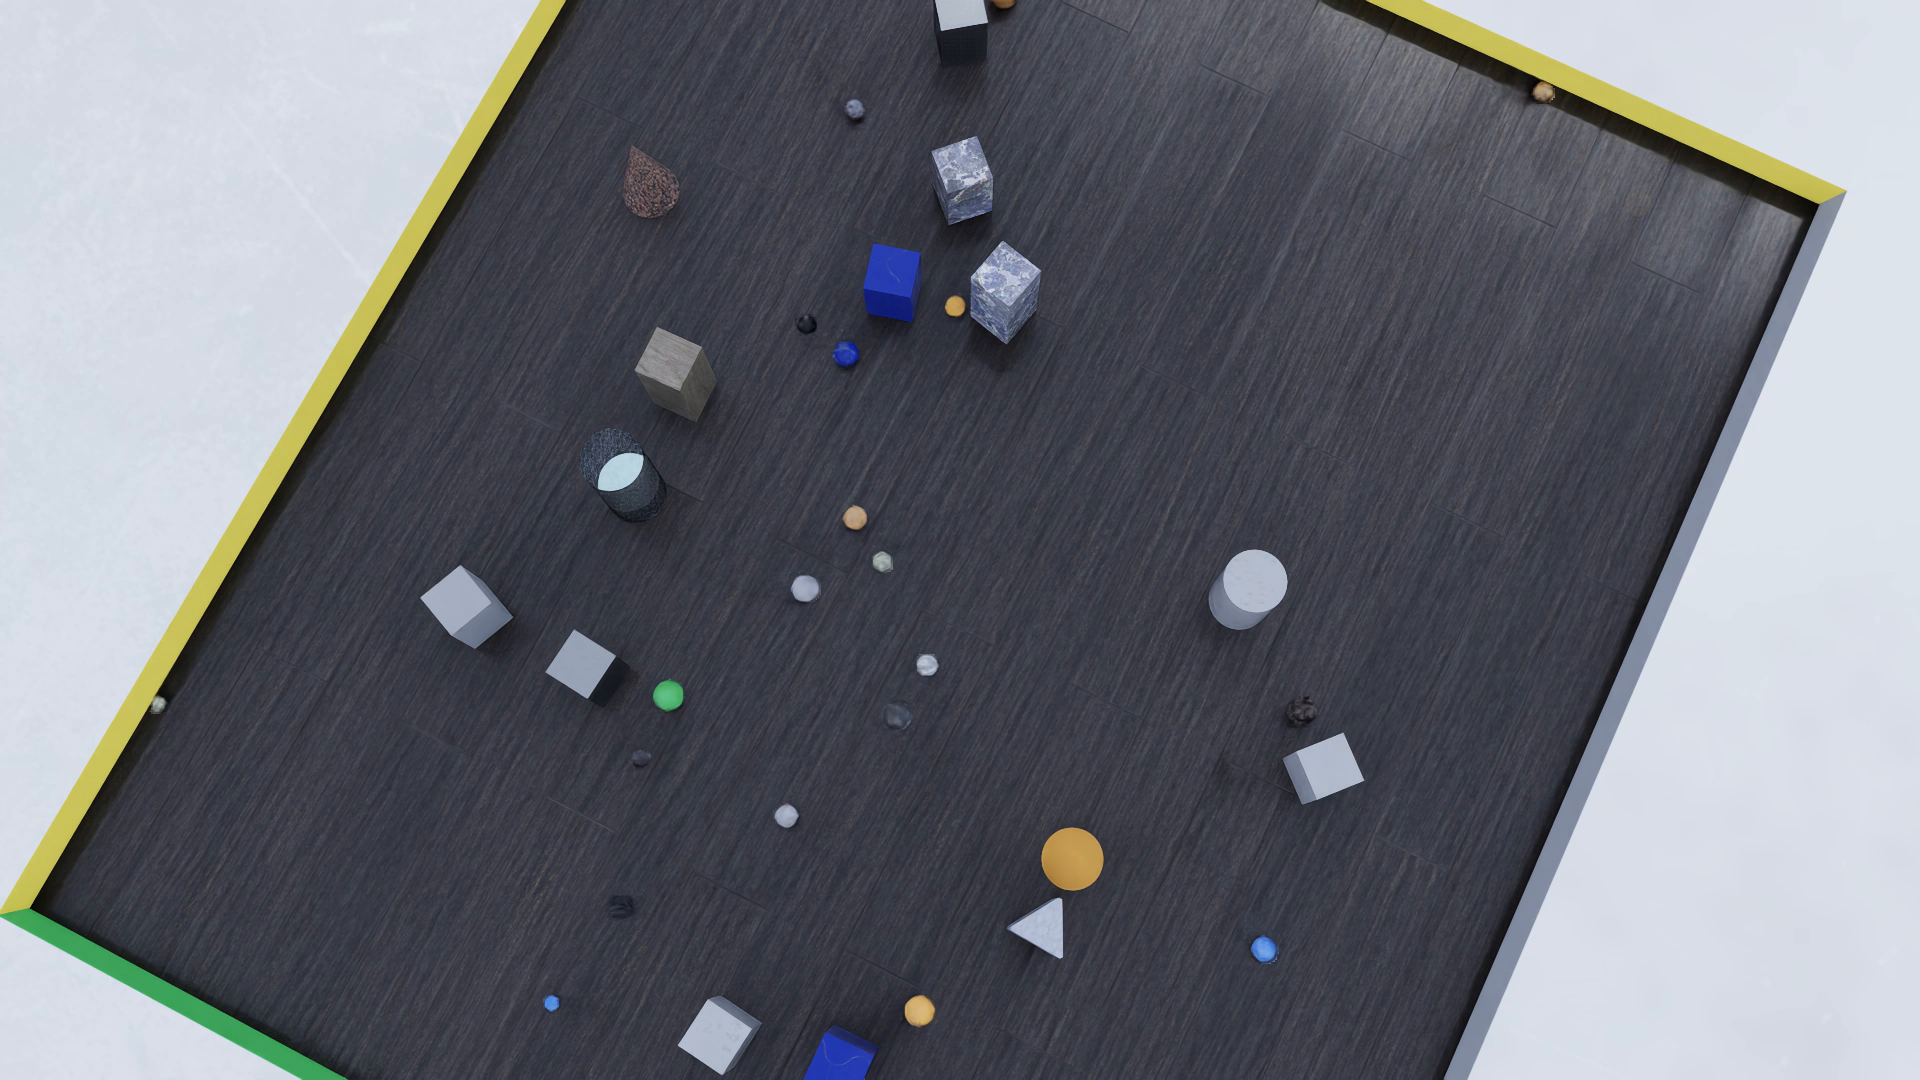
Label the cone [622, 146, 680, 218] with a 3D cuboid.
[{"bbox_3d":[-0.986,-1.151,5.674,0.184,0.353,0.184,0,78,0],"label":"cone"}]

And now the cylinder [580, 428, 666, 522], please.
[{"bbox_3d":[-0.995,-0.186,5.435,0.184,0.430,0.184,0,78,0],"label":"cylinder"}]

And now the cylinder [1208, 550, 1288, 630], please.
[{"bbox_3d":[0.848,0.150,5.421,0.184,0.322,0.184,0,78,0],"label":"cylinder"}]

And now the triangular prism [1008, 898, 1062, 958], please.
[{"bbox_3d":[0.240,1.077,5.185,0.159,0.409,0.138,29,80,6],"label":"triangular prism"}]

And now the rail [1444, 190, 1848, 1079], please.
[{"bbox_3d":[1.753,0.864,5.376,0.045,0.119,4.461,26,80,5],"label":"rail"}]

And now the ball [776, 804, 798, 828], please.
[{"bbox_3d":[-0.512,0.815,5.413,0.067,0.067,0.067,0,78,0],"label":"ball"}]

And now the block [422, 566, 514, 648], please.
[{"bbox_3d":[-1.460,0.201,5.439,0.147,0.266,0.147,-40,81,-8],"label":"block"}]

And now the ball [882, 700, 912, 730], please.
[{"bbox_3d":[-0.187,0.522,5.462,0.092,0.092,0.092,0,78,0],"label":"ball"}]

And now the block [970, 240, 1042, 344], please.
[{"bbox_3d":[0.136,-0.750,5.588,0.147,0.358,0.147,39,81,7],"label":"block"}]

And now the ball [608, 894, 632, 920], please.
[{"bbox_3d":[-0.994,1.074,5.357,0.073,0.073,0.073,0,78,0],"label":"ball"}]

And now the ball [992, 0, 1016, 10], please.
[{"bbox_3d":[0.142,-1.765,5.936,0.088,0.088,0.088,0,78,0],"label":"ball"}]

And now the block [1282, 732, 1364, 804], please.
[{"bbox_3d":[1.059,0.671,5.358,0.147,0.235,0.147,-21,79,-4],"label":"block"}]

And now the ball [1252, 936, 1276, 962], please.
[{"bbox_3d":[0.884,1.190,5.334,0.071,0.071,0.071,0,78,0],"label":"ball"}]

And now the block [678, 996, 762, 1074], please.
[{"bbox_3d":[-0.676,1.398,5.187,0.147,0.275,0.147,32,80,6],"label":"block"}]

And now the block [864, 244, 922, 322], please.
[{"bbox_3d":[-0.206,-0.792,5.662,0.147,0.232,0.147,11,79,2],"label":"block"}]

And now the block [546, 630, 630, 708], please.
[{"bbox_3d":[-1.096,0.383,5.413,0.147,0.243,0.147,31,80,6],"label":"block"}]

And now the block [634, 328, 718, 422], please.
[{"bbox_3d":[-0.855,-0.496,5.540,0.147,0.349,0.147,24,79,5],"label":"block"}]

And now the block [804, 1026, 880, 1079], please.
[{"bbox_3d":[-0.330,1.467,5.130,0.147,0.358,0.147,24,79,5],"label":"block"}]

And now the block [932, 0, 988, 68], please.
[{"bbox_3d":[0.001,-1.638,5.826,0.147,0.253,0.147,-11,79,-2],"label":"block"}]

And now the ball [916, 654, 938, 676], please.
[{"bbox_3d":[-0.098,0.377,5.505,0.065,0.065,0.065,0,78,0],"label":"ball"}]

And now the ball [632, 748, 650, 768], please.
[{"bbox_3d":[-0.950,0.649,5.453,0.058,0.058,0.058,0,78,0],"label":"ball"}]

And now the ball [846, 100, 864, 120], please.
[{"bbox_3d":[-0.337,-1.379,5.870,0.061,0.061,0.061,0,78,0],"label":"ball"}]

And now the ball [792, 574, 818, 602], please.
[{"bbox_3d":[-0.469,0.147,5.544,0.083,0.083,0.083,0,78,0],"label":"ball"}]

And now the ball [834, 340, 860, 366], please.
[{"bbox_3d":[-0.353,-0.579,5.695,0.080,0.080,0.080,0,78,0],"label":"ball"}]

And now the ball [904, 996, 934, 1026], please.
[{"bbox_3d":[-0.118,1.360,5.291,0.087,0.087,0.087,0,78,0],"label":"ball"}]

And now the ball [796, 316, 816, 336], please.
[{"bbox_3d":[-0.479,-0.670,5.723,0.063,0.063,0.063,0,78,0],"label":"ball"}]

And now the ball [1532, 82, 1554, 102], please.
[{"bbox_3d":[1.872,-1.440,5.882,0.064,0.064,0.064,0,78,0],"label":"ball"}]

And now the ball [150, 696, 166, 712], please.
[{"bbox_3d":[-2.404,0.490,5.491,0.047,0.047,0.047,0,78,0],"label":"ball"}]

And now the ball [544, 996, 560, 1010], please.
[{"bbox_3d":[-1.185,1.344,5.317,0.043,0.043,0.043,0,78,0],"label":"ball"}]

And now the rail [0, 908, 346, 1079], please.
[{"bbox_3d":[-0.987,1.939,5.153,3.966,0.119,0.045,26,80,5],"label":"rail"}]

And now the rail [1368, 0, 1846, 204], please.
[{"bbox_3d":[0.987,-1.927,5.953,3.966,0.119,0.045,26,80,5],"label":"rail"}]

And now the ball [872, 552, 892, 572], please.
[{"bbox_3d":[-0.237,0.065,5.572,0.059,0.059,0.059,0,78,0],"label":"ball"}]

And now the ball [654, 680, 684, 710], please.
[{"bbox_3d":[-0.871,0.465,5.474,0.091,0.091,0.091,0,78,0],"label":"ball"}]

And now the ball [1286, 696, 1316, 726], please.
[{"bbox_3d":[1.019,0.511,5.466,0.088,0.088,0.088,0,78,0],"label":"ball"}]

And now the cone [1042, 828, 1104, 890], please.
[{"bbox_3d":[0.333,0.911,5.265,0.184,0.319,0.184,0,78,0],"label":"cone"}]

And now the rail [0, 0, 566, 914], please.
[{"bbox_3d":[-1.753,-0.852,5.730,0.045,0.119,4.461,26,80,5],"label":"rail"}]

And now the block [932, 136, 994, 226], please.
[{"bbox_3d":[0.007,-1.118,5.715,0.147,0.259,0.147,-19,79,-4],"label":"block"}]

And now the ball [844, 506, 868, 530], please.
[{"bbox_3d":[-0.320,-0.068,5.594,0.072,0.072,0.072,0,78,0],"label":"ball"}]

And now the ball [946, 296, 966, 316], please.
[{"bbox_3d":[-0.014,-0.732,5.735,0.064,0.064,0.064,0,78,0],"label":"ball"}]
